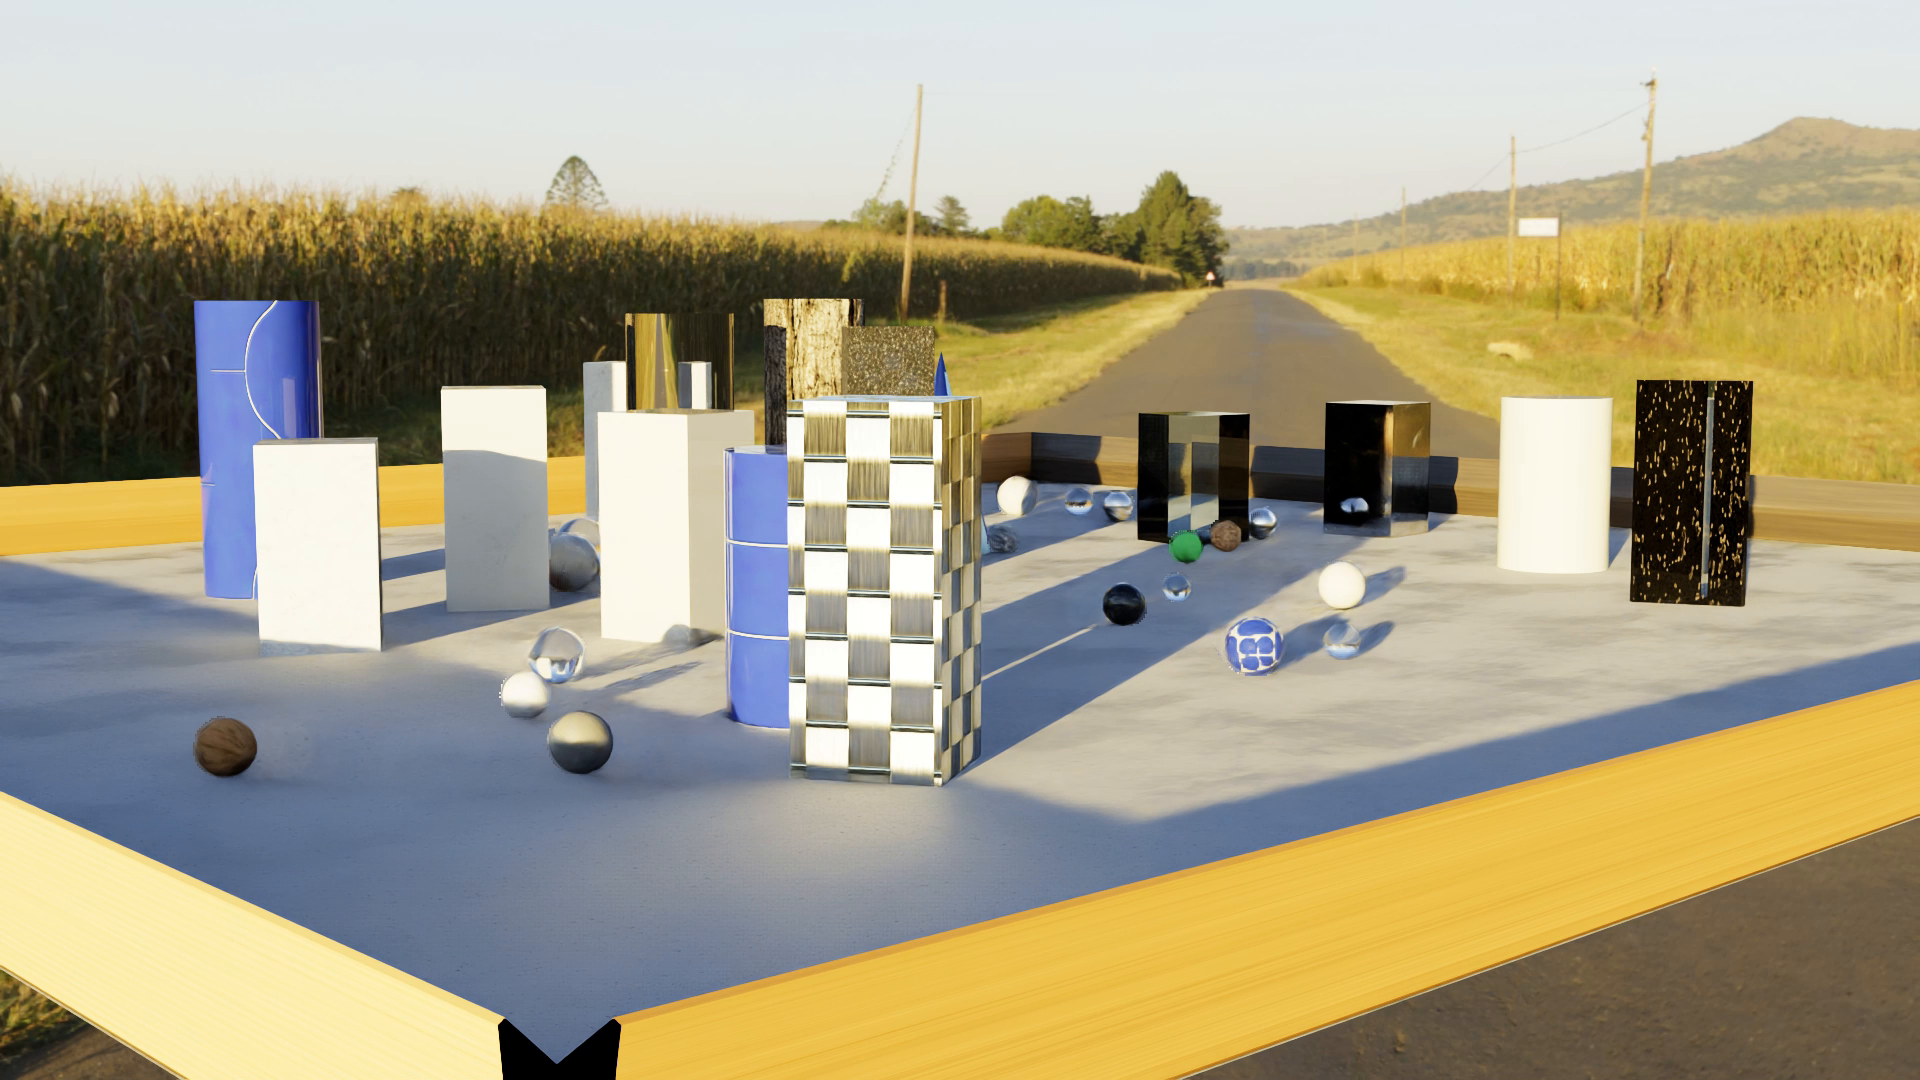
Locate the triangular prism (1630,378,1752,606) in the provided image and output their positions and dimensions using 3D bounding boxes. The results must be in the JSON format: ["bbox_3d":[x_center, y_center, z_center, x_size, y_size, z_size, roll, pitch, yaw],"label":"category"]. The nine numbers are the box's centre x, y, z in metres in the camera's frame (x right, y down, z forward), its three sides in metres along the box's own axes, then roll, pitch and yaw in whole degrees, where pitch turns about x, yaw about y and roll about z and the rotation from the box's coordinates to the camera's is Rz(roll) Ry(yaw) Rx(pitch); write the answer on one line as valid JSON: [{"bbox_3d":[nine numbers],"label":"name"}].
[{"bbox_3d":[1.115,-0.077,3.350,0.161,0.336,0.140,2,6,20],"label":"triangular prism"}]

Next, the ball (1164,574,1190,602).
[{"bbox_3d":[0.328,0.073,3.324,0.042,0.042,0.042,0,6,0],"label":"ball"}]

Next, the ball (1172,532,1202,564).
[{"bbox_3d":[0.395,0.014,3.826,0.054,0.054,0.054,0,6,0],"label":"ball"}]

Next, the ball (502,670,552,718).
[{"bbox_3d":[-0.470,0.168,2.383,0.052,0.052,0.052,0,6,0],"label":"ball"}]

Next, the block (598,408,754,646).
[{"bbox_3d":[-0.382,-0.022,2.981,0.149,0.304,0.149,4,7,30],"label":"block"}]

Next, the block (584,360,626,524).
[{"bbox_3d":[-0.642,-0.184,4.350,0.149,0.336,0.149,2,6,15],"label":"block"}]

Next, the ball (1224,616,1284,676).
[{"bbox_3d":[0.356,0.128,2.662,0.072,0.072,0.072,0,6,0],"label":"ball"}]

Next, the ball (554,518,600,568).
[{"bbox_3d":[-0.634,0.009,3.682,0.093,0.093,0.093,0,6,0],"label":"ball"}]

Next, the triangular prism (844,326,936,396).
[{"bbox_3d":[-0.144,-0.138,3.556,0.161,0.413,0.140,-3,7,-29],"label":"triangular prism"}]

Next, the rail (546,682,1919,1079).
[{"bbox_3d":[1.079,0.155,2.169,3.482,0.121,0.045,-6,8,-42],"label":"rail"}]

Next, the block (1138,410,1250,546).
[{"bbox_3d":[0.444,-0.120,4.188,0.149,0.243,0.149,-5,8,-37],"label":"block"}]

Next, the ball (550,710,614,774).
[{"bbox_3d":[-0.362,0.193,2.102,0.060,0.060,0.060,0,6,0],"label":"ball"}]

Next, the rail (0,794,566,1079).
[{"bbox_3d":[-1.262,0.154,2.174,0.045,0.121,3.230,-6,8,-42],"label":"rail"}]

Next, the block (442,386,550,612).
[{"bbox_3d":[-0.695,-0.066,3.291,0.149,0.324,0.149,-1,6,-12],"label":"block"}]

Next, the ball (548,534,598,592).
[{"bbox_3d":[-0.611,0.036,3.442,0.091,0.091,0.091,0,6,0],"label":"ball"}]

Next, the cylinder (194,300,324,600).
[{"bbox_3d":[-1.087,-0.144,3.424,0.186,0.453,0.186,0,6,0],"label":"cylinder"}]

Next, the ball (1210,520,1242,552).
[{"bbox_3d":[0.486,-0.007,4.009,0.057,0.057,0.057,0,6,0],"label":"ball"}]

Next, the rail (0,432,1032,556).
[{"bbox_3d":[-1.079,-0.092,4.495,3.482,0.121,0.045,-6,8,-42],"label":"rail"}]

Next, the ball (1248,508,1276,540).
[{"bbox_3d":[0.577,-0.031,4.217,0.061,0.061,0.061,0,6,0],"label":"ball"}]

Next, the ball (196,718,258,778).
[{"bbox_3d":[-0.697,0.197,2.089,0.056,0.056,0.056,0,6,0],"label":"ball"}]

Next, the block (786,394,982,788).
[{"bbox_3d":[-0.070,0.043,2.117,0.149,0.357,0.149,2,6,15],"label":"block"}]

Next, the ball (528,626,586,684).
[{"bbox_3d":[-0.478,0.137,2.605,0.067,0.067,0.067,0,6,0],"label":"ball"}]

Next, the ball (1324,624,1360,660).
[{"bbox_3d":[0.483,0.129,2.780,0.046,0.046,0.046,0,6,0],"label":"ball"}]

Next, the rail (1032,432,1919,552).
[{"bbox_3d":[1.262,-0.091,4.490,0.045,0.121,3.230,-6,8,-42],"label":"rail"}]

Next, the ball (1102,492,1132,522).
[{"bbox_3d":[0.328,-0.069,4.571,0.062,0.062,0.062,0,6,0],"label":"ball"}]

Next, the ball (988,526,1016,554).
[{"bbox_3d":[0.078,-0.001,3.984,0.050,0.050,0.050,0,6,0],"label":"ball"}]

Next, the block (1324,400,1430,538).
[{"bbox_3d":[0.820,-0.142,4.325,0.149,0.258,0.149,5,8,40],"label":"block"}]

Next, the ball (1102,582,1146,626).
[{"bbox_3d":[0.229,0.090,3.077,0.061,0.061,0.061,0,6,0],"label":"ball"}]

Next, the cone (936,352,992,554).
[{"bbox_3d":[-0.034,-0.161,3.996,0.186,0.365,0.186,0,6,0],"label":"cone"}]

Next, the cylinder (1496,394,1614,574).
[{"bbox_3d":[1.017,-0.099,3.762,0.186,0.291,0.186,0,6,0],"label":"cylinder"}]

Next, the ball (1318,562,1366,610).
[{"bbox_3d":[0.564,0.067,3.245,0.070,0.070,0.070,0,6,0],"label":"ball"}]

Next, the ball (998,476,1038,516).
[{"bbox_3d":[0.123,-0.093,4.679,0.086,0.086,0.086,0,6,0],"label":"ball"}]

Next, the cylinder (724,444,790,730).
[{"bbox_3d":[-0.163,0.046,2.395,0.186,0.291,0.186,0,6,0],"label":"cylinder"}]

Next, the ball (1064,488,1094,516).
[{"bbox_3d":[0.254,-0.081,4.689,0.061,0.061,0.061,0,6,0],"label":"ball"}]

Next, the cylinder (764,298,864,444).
[{"bbox_3d":[-0.268,-0.216,4.071,0.186,0.458,0.186,0,6,0],"label":"cylinder"}]

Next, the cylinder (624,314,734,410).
[{"bbox_3d":[-0.483,-0.174,3.803,0.186,0.433,0.186,0,6,0],"label":"cylinder"}]

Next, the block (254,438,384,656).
[{"bbox_3d":[-0.840,0.005,2.888,0.149,0.269,0.149,-1,6,-13],"label":"block"}]
